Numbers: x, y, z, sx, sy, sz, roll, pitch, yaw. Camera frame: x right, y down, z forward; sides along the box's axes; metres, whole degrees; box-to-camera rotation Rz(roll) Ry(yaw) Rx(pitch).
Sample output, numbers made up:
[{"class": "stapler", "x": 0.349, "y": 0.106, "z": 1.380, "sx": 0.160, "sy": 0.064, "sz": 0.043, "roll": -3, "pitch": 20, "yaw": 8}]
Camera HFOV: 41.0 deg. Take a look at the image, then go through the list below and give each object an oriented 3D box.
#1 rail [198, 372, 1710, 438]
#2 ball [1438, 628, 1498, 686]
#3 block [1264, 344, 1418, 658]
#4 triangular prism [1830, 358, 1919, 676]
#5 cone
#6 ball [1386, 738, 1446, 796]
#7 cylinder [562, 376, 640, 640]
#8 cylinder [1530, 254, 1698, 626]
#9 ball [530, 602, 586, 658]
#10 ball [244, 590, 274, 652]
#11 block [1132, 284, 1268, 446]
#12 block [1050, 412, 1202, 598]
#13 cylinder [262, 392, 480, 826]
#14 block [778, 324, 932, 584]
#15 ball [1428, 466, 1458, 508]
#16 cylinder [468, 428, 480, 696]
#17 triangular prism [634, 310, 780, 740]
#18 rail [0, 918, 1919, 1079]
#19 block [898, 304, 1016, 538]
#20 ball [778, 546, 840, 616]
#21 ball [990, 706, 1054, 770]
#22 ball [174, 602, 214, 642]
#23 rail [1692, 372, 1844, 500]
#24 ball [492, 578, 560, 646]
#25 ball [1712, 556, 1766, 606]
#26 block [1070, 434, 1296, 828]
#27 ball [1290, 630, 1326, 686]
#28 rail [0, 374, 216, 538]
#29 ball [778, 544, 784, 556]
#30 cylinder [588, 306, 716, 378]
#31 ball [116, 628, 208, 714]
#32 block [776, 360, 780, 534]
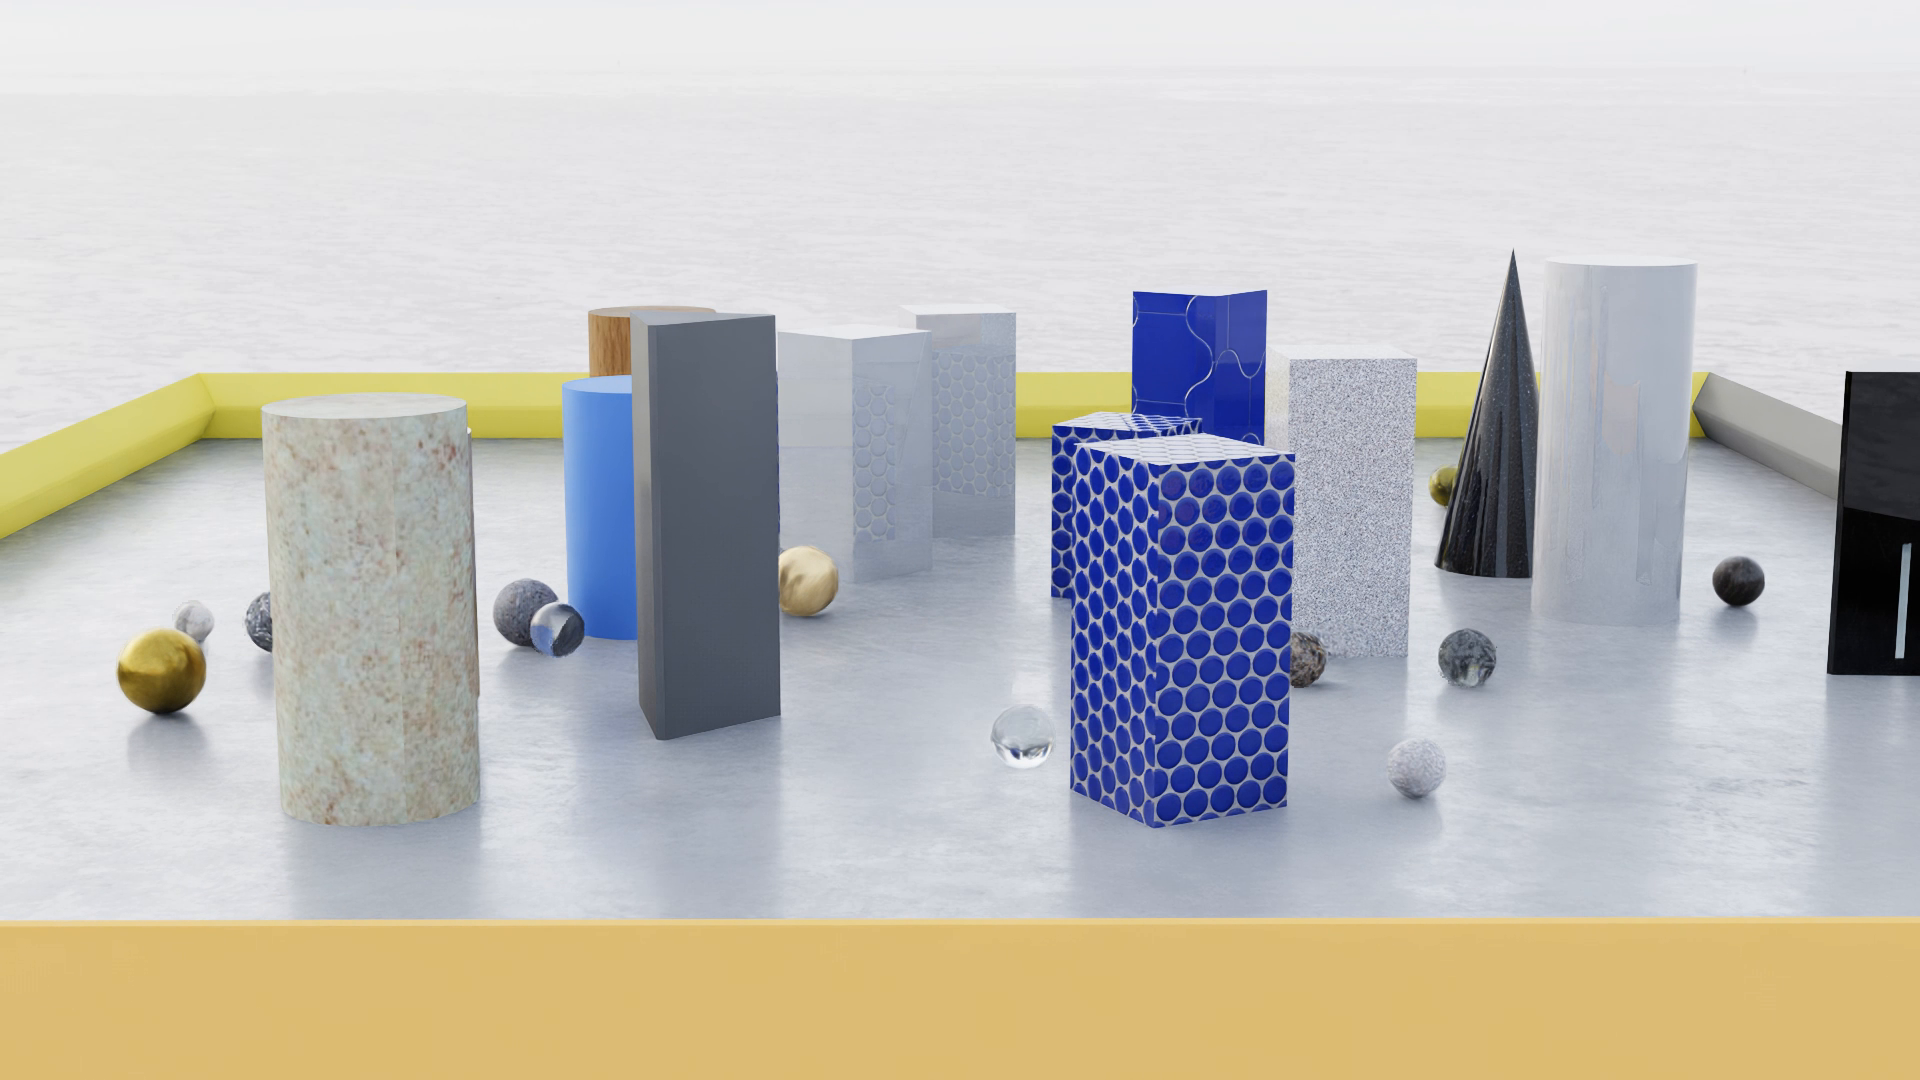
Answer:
[{"class": "rail", "x": -0.009, "y": -0.263, "z": 5.045, "sx": 2.982, "sy": 0.128, "sz": 0.045, "roll": 0, "pitch": 11, "yaw": 0}, {"class": "ball", "x": 0.601, "y": 0.140, "z": 3.040, "sx": 0.069, "sy": 0.069, "sz": 0.069, "roll": 0, "pitch": 11, "yaw": 0}, {"class": "block", "x": 0.475, "y": -0.052, "z": 3.236, "sx": 0.157, "sy": 0.373, "sz": 0.157, "roll": -1, "pitch": 11, "yaw": -3}, {"class": "triangular prism", "x": 1.140, "y": -0.031, "z": 3.140, "sx": 0.170, "sy": 0.369, "sz": 0.147, "roll": 1, "pitch": 11, "yaw": 3}, {"class": "cone", "x": 0.797, "y": -0.193, "z": 3.739, "sx": 0.196, "sy": 0.468, "sz": 0.196, "roll": 0, "pitch": 11, "yaw": 0}, {"class": "ball", "x": 0.459, "y": 0.229, "z": 2.585, "sx": 0.060, "sy": 0.060, "sz": 0.060, "roll": 0, "pitch": 11, "yaw": 0}, {"class": "cylinder", "x": -0.418, "y": -0.046, "z": 3.357, "sx": 0.196, "sy": 0.318, "sz": 0.196, "roll": 0, "pitch": 11, "yaw": 0}, {"class": "cylinder", "x": 0.871, "y": -0.137, "z": 3.423, "sx": 0.196, "sy": 0.472, "sz": 0.196, "roll": 0, "pitch": 11, "yaw": 0}, {"class": "ball", "x": -0.501, "y": 0.111, "z": 3.192, "sx": 0.069, "sy": 0.069, "sz": 0.069, "roll": 0, "pitch": 11, "yaw": 0}, {"class": "ball", "x": -0.855, "y": 0.102, "z": 3.215, "sx": 0.080, "sy": 0.080, "sz": 0.080, "roll": 0, "pitch": 11, "yaw": 0}, {"class": "block", "x": 0.389, "y": -0.224, "z": 4.181, "sx": 0.157, "sy": 0.367, "sz": 0.157, "roll": 8, "pitch": 13, "yaw": 37}, {"class": "block", "x": 0.232, "y": -0.045, "z": 3.568, "sx": 0.157, "sy": 0.240, "sz": 0.157, "roll": 5, "pitch": 12, "yaw": 27}, {"class": "cylinder", "x": -0.582, "y": 0.064, "z": 2.545, "sx": 0.196, "sy": 0.398, "sz": 0.196, "roll": 0, "pitch": 11, "yaw": 0}, {"class": "block", "x": -0.151, "y": -0.129, "z": 3.719, "sx": 0.157, "sy": 0.349, "sz": 0.157, "roll": 10, "pitch": 15, "yaw": 44}, {"class": "ball", "x": 0.815, "y": -0.089, "z": 4.267, "sx": 0.071, "sy": 0.071, "sz": 0.071, "roll": 0, "pitch": 11, "yaw": 0}, {"class": "cylinder", "x": -0.659, "y": 0.030, "z": 2.963, "sx": 0.196, "sy": 0.311, "sz": 0.196, "roll": 0, "pitch": 11, "yaw": 0}, {"class": "triangular prism", "x": -0.316, "y": -0.025, "z": 2.870, "sx": 0.170, "sy": 0.454, "sz": 0.147, "roll": -10, "pitch": 14, "yaw": -43}, {"class": "rail", "x": 0.009, "y": 0.329, "z": 1.853, "sx": 2.982, "sy": 0.128, "sz": 0.045, "roll": 0, "pitch": 11, "yaw": 0}, {"class": "block", "x": -0.006, "y": -0.191, "z": 4.052, "sx": 0.157, "sy": 0.349, "sz": 0.157, "roll": -2, "pitch": 11, "yaw": -11}, {"class": "ball", "x": -0.208, "y": 0.054, "z": 3.432, "sx": 0.094, "sy": 0.094, "sz": 0.094, "roll": 0, "pitch": 11, "yaw": 0}, {"class": "ball", "x": 0.065, "y": 0.207, "z": 2.683, "sx": 0.067, "sy": 0.067, "sz": 0.067, "roll": 0, "pitch": 11, "yaw": 0}, {"class": "ball", "x": -0.979, "y": 0.105, "z": 3.280, "sx": 0.050, "sy": 0.050, "sz": 0.050, "roll": 0, "pitch": 11, "yaw": 0}, {"class": "rail", "x": 1.467, "y": 0.031, "z": 3.457, "sx": 0.045, "sy": 0.128, "sz": 3.293, "roll": 0, "pitch": 11, "yaw": 0}, {"class": "ball", "x": -0.549, "y": 0.091, "z": 3.253, "sx": 0.086, "sy": 0.086, "sz": 0.086, "roll": 0, "pitch": 11, "yaw": 0}, {"class": "ball", "x": 1.060, "y": 0.055, "z": 3.494, "sx": 0.069, "sy": 0.069, "sz": 0.069, "roll": 0, "pitch": 11, "yaw": 0}, {"class": "block", "x": 0.219, "y": 0.085, "z": 2.550, "sx": 0.157, "sy": 0.355, "sz": 0.157, "roll": -6, "pitch": 12, "yaw": -28}, {"class": "ball", "x": 0.402, "y": 0.141, "z": 3.043, "sx": 0.066, "sy": 0.066, "sz": 0.066, "roll": 0, "pitch": 11, "yaw": 0}, {"class": "rail", "x": -1.467, "y": 0.034, "z": 3.441, "sx": 0.045, "sy": 0.128, "sz": 3.293, "roll": 0, "pitch": 11, "yaw": 0}, {"class": "ball", "x": -0.283, "y": 0.033, "z": 3.580, "sx": 0.082, "sy": 0.082, "sz": 0.082, "roll": 0, "pitch": 11, "yaw": 0}, {"class": "cylinder", "x": -0.475, "y": -0.180, "z": 3.986, "sx": 0.196, "sy": 0.352, "sz": 0.196, "roll": 0, "pitch": 11, "yaw": 0}, {"class": "ball", "x": -0.906, "y": 0.148, "z": 2.914, "sx": 0.098, "sy": 0.098, "sz": 0.098, "roll": 0, "pitch": 11, "yaw": 0}, {"class": "block", "x": -0.249, "y": -0.148, "z": 4.072, "sx": 0.157, "sy": 0.258, "sz": 0.157, "roll": 5, "pitch": 11, "yaw": 24}]
